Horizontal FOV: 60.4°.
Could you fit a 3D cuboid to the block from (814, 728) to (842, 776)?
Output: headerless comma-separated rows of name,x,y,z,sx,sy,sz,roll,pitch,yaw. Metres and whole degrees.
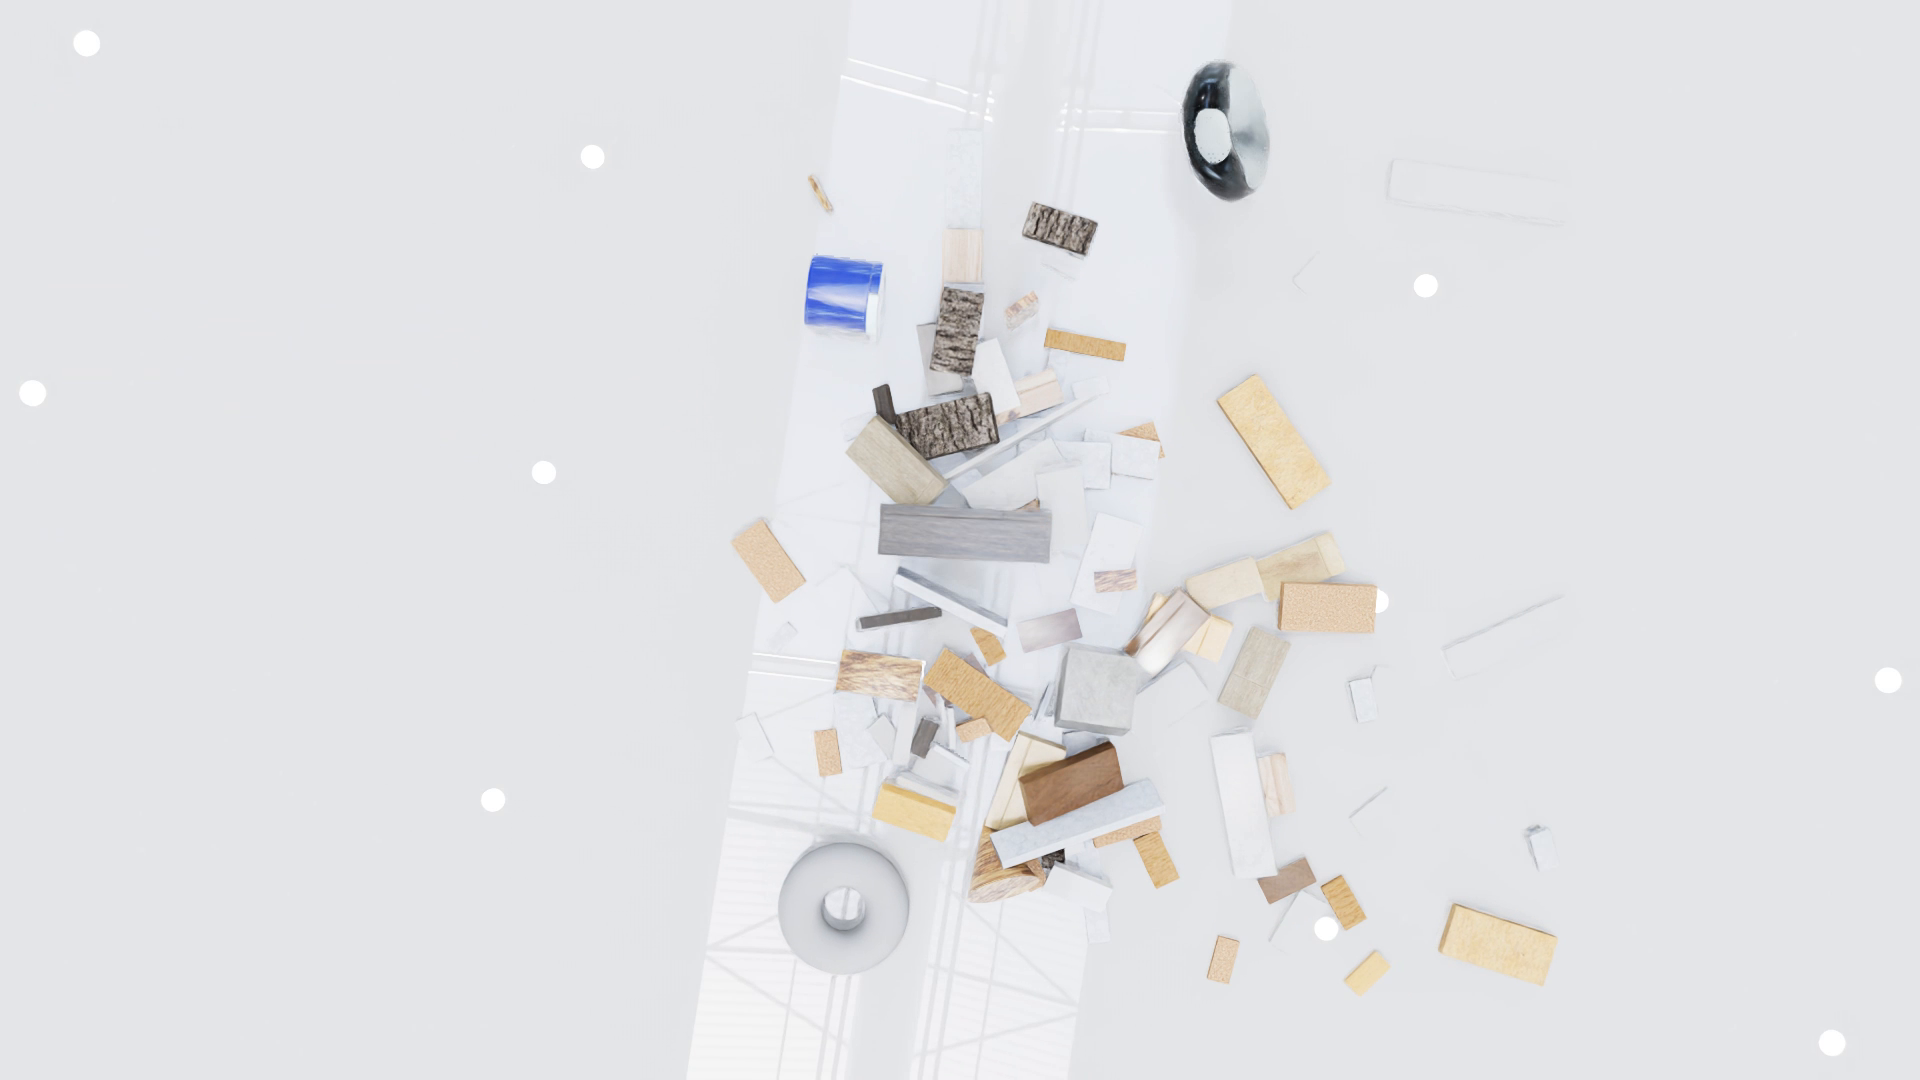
block,-0.440,0.708,5.489,0.075,0.021,0.149,-8,90,0

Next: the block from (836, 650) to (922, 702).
block,-0.266,0.451,5.452,0.268,0.038,0.134,8,73,4

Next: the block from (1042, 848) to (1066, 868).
block,0.308,1.014,5.462,0.076,0.021,0.151,2,99,29

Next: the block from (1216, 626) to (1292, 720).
block,0.977,0.442,5.480,0.139,0.039,0.278,25,90,0

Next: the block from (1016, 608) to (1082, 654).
block,0.296,0.301,5.486,0.203,0.029,0.102,-15,90,0

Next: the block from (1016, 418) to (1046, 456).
block,0.239,-0.309,5.472,0.095,0.027,0.190,-2,90,11

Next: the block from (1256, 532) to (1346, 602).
block,1.126,0.089,5.480,0.278,0.039,0.139,-22,90,0

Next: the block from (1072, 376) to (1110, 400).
block,0.435,-0.505,5.492,0.118,0.017,0.059,-15,90,0

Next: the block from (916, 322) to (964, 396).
block,-0.066,-0.602,5.438,0.117,0.033,0.234,-9,110,4

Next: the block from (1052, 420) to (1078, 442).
block,0.351,-0.343,5.493,0.053,0.015,0.105,-31,90,0

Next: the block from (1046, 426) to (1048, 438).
block,0.268,-0.349,5.490,0.053,0.015,0.105,-5,90,7

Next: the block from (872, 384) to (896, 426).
block,-0.251,-0.444,5.465,0.067,0.019,0.133,-16,83,44

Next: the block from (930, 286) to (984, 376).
block,-0.008,-0.677,5.366,0.135,0.038,0.271,9,104,-2

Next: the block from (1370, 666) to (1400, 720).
block,1.391,0.508,5.488,0.082,0.023,0.164,24,90,0

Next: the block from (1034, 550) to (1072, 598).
block,0.299,0.082,5.486,0.099,0.028,0.199,-15,90,0

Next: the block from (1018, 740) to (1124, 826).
block,0.366,0.798,5.403,0.335,0.047,0.167,-20,115,-14

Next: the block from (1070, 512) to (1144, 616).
block,0.486,0.080,5.478,0.157,0.044,0.314,17,90,0

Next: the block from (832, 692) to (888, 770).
block,-0.333,0.621,5.482,0.129,0.036,0.257,-14,90,0

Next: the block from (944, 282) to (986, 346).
block,0.011,-0.711,5.434,0.135,0.038,0.271,2,111,0

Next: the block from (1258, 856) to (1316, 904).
block,1.087,1.133,5.488,0.176,0.025,0.088,-26,90,0

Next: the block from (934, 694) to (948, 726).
block,-0.062,0.560,5.434,0.015,0.052,0.103,-17,124,-13

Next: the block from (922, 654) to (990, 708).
block,-0.014,0.474,5.486,0.203,0.029,0.102,-35,90,0

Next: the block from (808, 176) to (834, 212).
block,-0.461,-1.148,5.468,0.017,0.061,0.122,-30,90,13

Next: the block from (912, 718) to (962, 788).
block,-0.077,0.723,5.484,0.116,0.033,0.232,23,90,0

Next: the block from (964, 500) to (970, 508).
block,0.129,-0.061,5.458,0.118,0.034,0.237,-33,83,11

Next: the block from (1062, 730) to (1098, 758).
block,0.368,0.685,5.487,0.176,0.025,0.088,-8,90,0

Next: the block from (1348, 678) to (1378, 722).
block,1.338,0.530,5.467,0.069,0.020,0.138,-12,90,0

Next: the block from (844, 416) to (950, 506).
block,-0.208,-0.237,5.418,0.330,0.047,0.165,44,112,10

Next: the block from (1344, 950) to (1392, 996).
block,1.356,1.444,5.490,0.146,0.021,0.073,-44,90,0

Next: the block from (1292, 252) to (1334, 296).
block,1.176,-0.888,5.491,0.067,0.019,0.133,42,90,0

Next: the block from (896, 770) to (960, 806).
block,-0.116,0.850,5.460,0.210,0.030,0.105,23,122,0

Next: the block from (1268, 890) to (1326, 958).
block,1.123,1.274,5.486,0.102,0.029,0.203,31,90,0

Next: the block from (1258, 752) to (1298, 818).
block,1.046,0.811,5.466,0.099,0.028,0.199,-12,90,0

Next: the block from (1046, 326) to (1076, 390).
block,0.327,-0.592,5.491,0.067,0.019,0.226,12,90,0

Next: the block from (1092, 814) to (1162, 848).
block,0.544,0.933,5.473,0.232,0.033,0.116,-15,90,-5

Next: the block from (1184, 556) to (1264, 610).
block,0.877,0.148,5.463,0.237,0.034,0.118,-19,90,10

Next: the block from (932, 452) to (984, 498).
block,-0.016,-0.244,5.487,0.095,0.027,0.190,-41,90,0

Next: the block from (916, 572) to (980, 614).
block,-0.041,0.186,5.486,0.199,0.028,0.099,19,90,0

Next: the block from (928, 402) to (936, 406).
block,-0.023,-0.387,5.458,0.190,0.027,0.095,17,89,18

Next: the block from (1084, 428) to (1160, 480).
block,0.527,-0.283,5.447,0.251,0.036,0.126,11,90,0

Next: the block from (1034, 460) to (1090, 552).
block,0.333,-0.109,5.378,0.148,0.042,0.295,-11,121,-2

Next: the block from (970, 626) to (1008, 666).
block,0.095,0.344,5.490,0.069,0.020,0.139,-28,90,-1

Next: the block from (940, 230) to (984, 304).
block,0.006,-0.885,5.438,0.135,0.038,0.271,1,99,0

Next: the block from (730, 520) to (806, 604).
block,-0.637,0.073,5.482,0.127,0.036,0.254,-35,90,0

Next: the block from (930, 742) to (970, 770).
block,-0.034,0.710,5.427,0.134,0.067,0.019,32,84,-12

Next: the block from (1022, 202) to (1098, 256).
block,0.330,-1.032,5.468,0.227,0.032,0.113,19,86,6

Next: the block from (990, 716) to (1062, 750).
block,0.221,0.642,5.462,0.232,0.033,0.116,2,87,4

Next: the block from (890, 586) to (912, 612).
block,-0.197,0.219,5.491,0.061,0.017,0.122,12,90,0

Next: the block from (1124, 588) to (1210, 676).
block,0.680,0.304,5.428,0.137,0.039,0.274,41,100,-1

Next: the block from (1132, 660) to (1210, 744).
block,0.674,0.537,5.480,0.278,0.039,0.139,-35,90,0

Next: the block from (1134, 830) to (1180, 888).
block,0.653,1.061,5.488,0.088,0.025,0.176,-25,90,0

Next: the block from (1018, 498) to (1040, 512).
block,0.287,-0.097,5.483,0.237,0.034,0.118,-1,90,0
